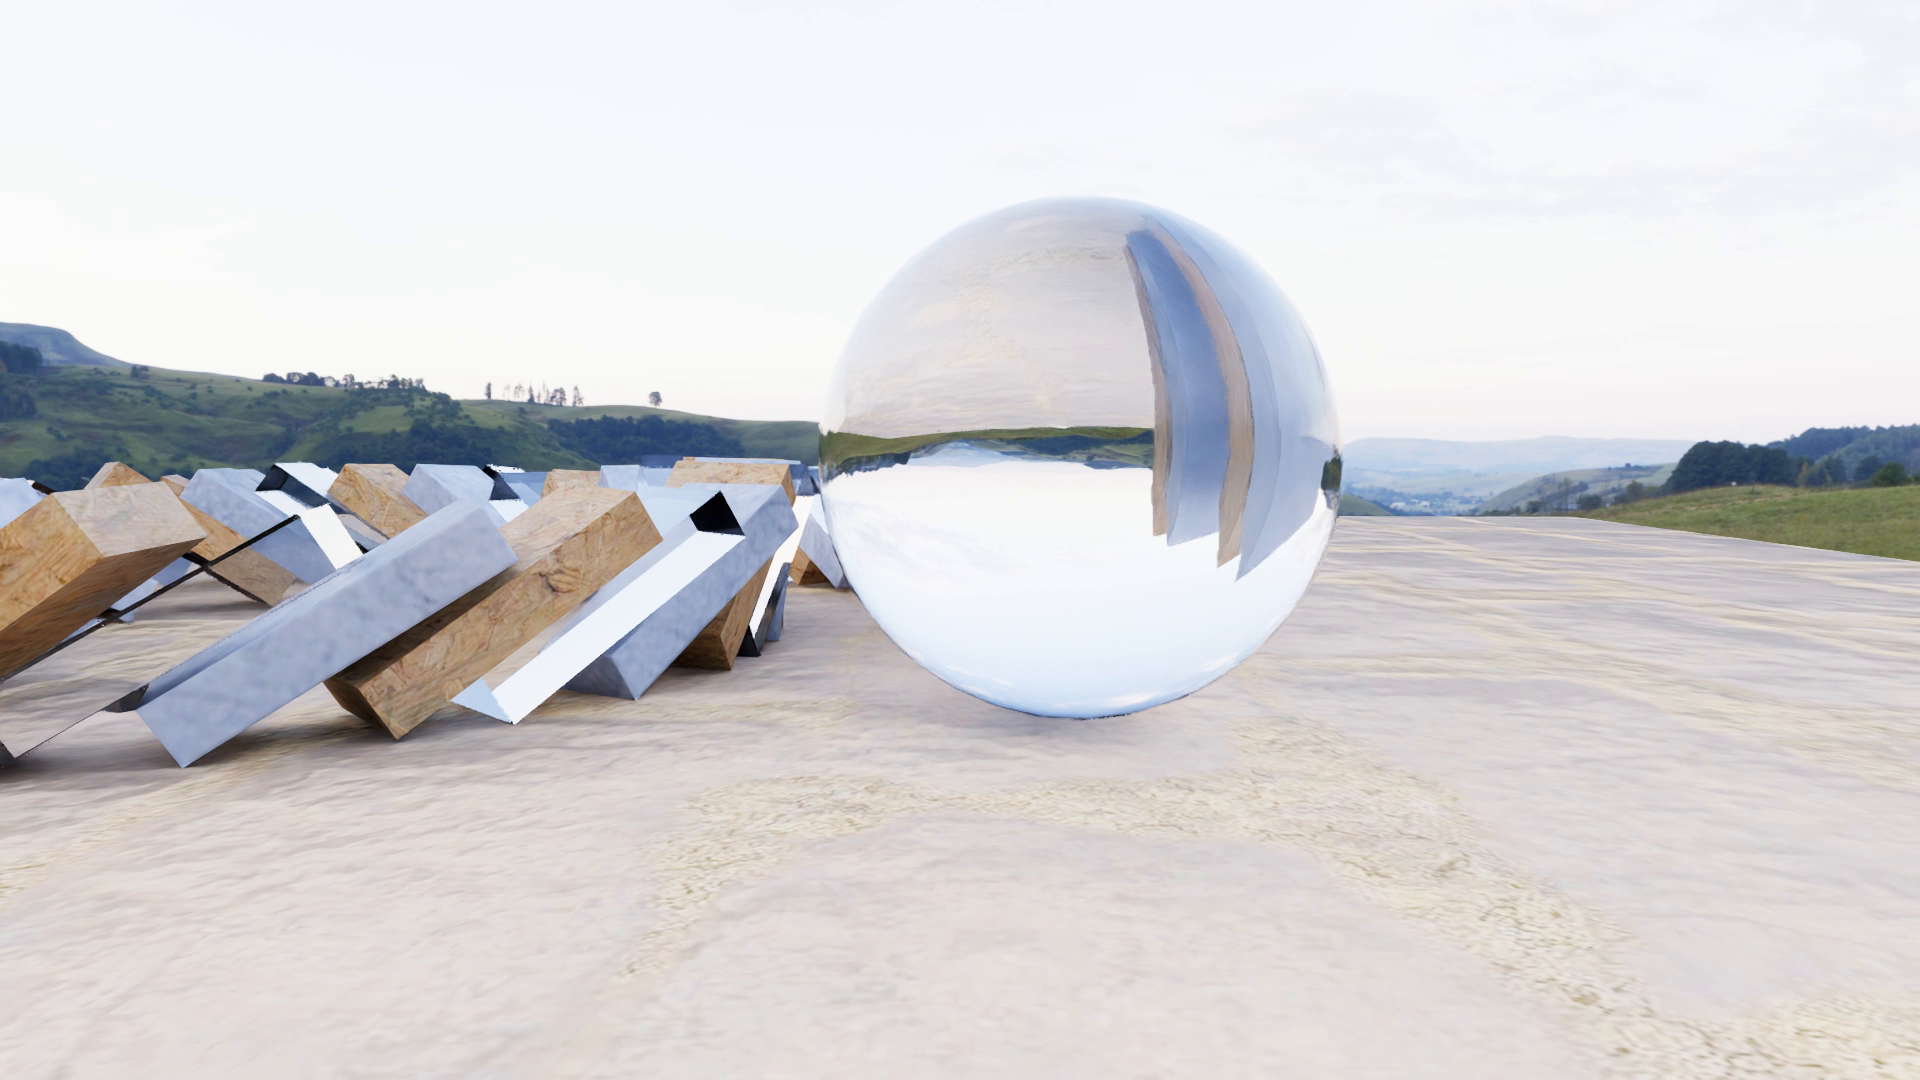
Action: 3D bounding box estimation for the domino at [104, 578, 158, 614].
[{"bbox_3d":[-0.222,0.005,0.303,0.025,0.009,0.050,3,-21,33],"label":"domino"}]

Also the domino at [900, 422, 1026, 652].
[{"bbox_3d":[0.001,-0.001,0.271,0.025,0.050,0.010,0,-28,3],"label":"domino"}]

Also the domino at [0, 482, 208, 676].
[{"bbox_3d":[-0.127,0.011,0.166,0.050,0.009,0.025,-35,7,0],"label":"domino"}]

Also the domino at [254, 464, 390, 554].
[{"bbox_3d":[-0.168,-0.003,0.361,0.050,0.010,0.025,36,0,-7],"label":"domino"}]

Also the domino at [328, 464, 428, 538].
[{"bbox_3d":[-0.150,-0.003,0.364,0.050,0.009,0.025,35,5,2],"label":"domino"}]

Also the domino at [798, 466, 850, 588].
[{"bbox_3d":[-0.039,-0.005,0.389,0.025,0.009,0.050,-1,37,-46],"label":"domino"}]

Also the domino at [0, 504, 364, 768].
[{"bbox_3d":[-0.109,0.013,0.175,0.050,0.009,0.025,-32,13,-13],"label":"domino"}]

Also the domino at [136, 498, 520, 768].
[{"bbox_3d":[-0.091,0.012,0.187,0.050,0.010,0.025,-35,19,-21],"label":"domino"}]

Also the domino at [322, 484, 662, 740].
[{"bbox_3d":[-0.074,0.009,0.203,0.025,0.009,0.050,7,40,47],"label":"domino"}]

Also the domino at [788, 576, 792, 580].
[{"bbox_3d":[-0.068,-0.004,0.411,0.050,0.009,0.025,36,25,32],"label":"domino"}]

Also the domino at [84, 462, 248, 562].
[{"bbox_3d":[-0.201,-0.002,0.337,0.025,0.010,0.050,3,-32,50],"label":"domino"}]

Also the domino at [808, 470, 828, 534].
[{"bbox_3d":[-0.024,-0.003,0.375,0.025,0.009,0.050,-3,38,-38],"label":"domino"}]

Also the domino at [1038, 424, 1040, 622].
[{"bbox_3d":[0.007,-0.005,0.315,0.025,0.050,0.009,0,-28,3],"label":"domino"}]

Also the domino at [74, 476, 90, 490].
[{"bbox_3d":[-0.243,-0.003,0.390,0.050,0.009,0.025,32,-14,-31],"label":"domino"}]

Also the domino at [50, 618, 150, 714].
[{"bbox_3d":[-0.151,0.021,0.224,0.050,0.010,0.025,2,5,24],"label":"domino"}]

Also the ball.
[{"bbox_3d":[0.018,-0.012,0.199,0.080,0.080,0.080,0,4,0],"label":"ball"}]

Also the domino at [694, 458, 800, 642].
[{"bbox_3d":[-0.051,0.001,0.292,0.025,0.010,0.050,2,43,-1],"label":"domino"}]

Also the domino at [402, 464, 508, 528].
[{"bbox_3d":[-0.131,-0.003,0.366,0.050,0.009,0.025,37,12,13],"label":"domino"}]

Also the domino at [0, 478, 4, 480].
[{"bbox_3d":[-0.257,-0.002,0.372,0.025,0.009,0.050,3,-25,44],"label":"domino"}]

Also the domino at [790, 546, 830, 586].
[{"bbox_3d":[-0.054,-0.006,0.400,0.025,0.009,0.050,-4,39,-50],"label":"domino"}]

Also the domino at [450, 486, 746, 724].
[{"bbox_3d":[-0.063,0.009,0.215,0.025,0.009,0.050,5,39,46],"label":"domino"}]

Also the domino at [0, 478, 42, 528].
[{"bbox_3d":[-0.143,0.011,0.162,0.050,0.009,0.025,-35,6,6],"label":"domino"}]

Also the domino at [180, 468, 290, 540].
[{"bbox_3d":[-0.185,-0.002,0.355,0.050,0.009,0.025,34,-3,-12],"label":"domino"}]

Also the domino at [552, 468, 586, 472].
[{"bbox_3d":[-0.112,-0.007,0.429,0.050,0.009,0.025,33,11,18],"label":"domino"}]

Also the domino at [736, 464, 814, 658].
[{"bbox_3d":[-0.049,0.003,0.273,0.025,0.009,0.050,1,42,9],"label":"domino"}]

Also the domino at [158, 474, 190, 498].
[{"bbox_3d":[-0.226,-0.004,0.404,0.050,0.009,0.025,30,-7,-21],"label":"domino"}]

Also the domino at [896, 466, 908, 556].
[{"bbox_3d":[-0.004,-0.002,0.361,0.025,0.009,0.050,0,38,-8],"label":"domino"}]

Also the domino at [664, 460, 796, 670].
[{"bbox_3d":[-0.052,0.004,0.258,0.025,0.009,0.050,2,42,10],"label":"domino"}]

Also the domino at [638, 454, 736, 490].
[{"bbox_3d":[-0.065,-0.002,0.323,0.025,0.009,0.050,-1,44,-24],"label":"domino"}]

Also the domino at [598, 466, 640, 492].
[{"bbox_3d":[-0.076,-0.001,0.337,0.025,0.010,0.050,-3,40,-32],"label":"domino"}]

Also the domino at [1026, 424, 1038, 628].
[{"bbox_3d":[0.006,-0.004,0.304,0.025,0.050,0.009,0,-28,3],"label":"domino"}]

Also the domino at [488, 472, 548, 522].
[{"bbox_3d":[-0.108,-0.002,0.361,0.050,0.010,0.025,41,27,30],"label":"domino"}]

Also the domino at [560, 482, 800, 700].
[{"bbox_3d":[-0.054,0.008,0.234,0.025,0.009,0.050,3,37,33],"label":"domino"}]

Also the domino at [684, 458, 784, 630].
[{"bbox_3d":[-0.055,0.000,0.308,0.025,0.009,0.050,1,43,-8],"label":"domino"}]

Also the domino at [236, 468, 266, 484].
[{"bbox_3d":[-0.209,-0.006,0.413,0.050,0.010,0.025,32,-6,-16],"label":"domino"}]

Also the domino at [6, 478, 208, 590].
[{"bbox_3d":[-0.212,0.001,0.322,0.025,0.009,0.050,4,-25,41],"label":"domino"}]

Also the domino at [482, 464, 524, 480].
[{"bbox_3d":[-0.135,-0.007,0.430,0.050,0.009,0.025,32,3,4],"label":"domino"}]

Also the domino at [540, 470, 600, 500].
[{"bbox_3d":[-0.092,-0.001,0.350,0.025,0.009,0.050,-4,38,-44],"label":"domino"}]

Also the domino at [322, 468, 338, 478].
[{"bbox_3d":[-0.190,-0.006,0.420,0.050,0.010,0.025,31,-2,-11],"label":"domino"}]

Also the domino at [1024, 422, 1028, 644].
[{"bbox_3d":[0.002,-0.002,0.282,0.025,0.050,0.009,0,-28,3],"label":"domino"}]

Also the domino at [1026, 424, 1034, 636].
[{"bbox_3d":[0.004,-0.003,0.293,0.025,0.050,0.009,0,-28,3],"label":"domino"}]
